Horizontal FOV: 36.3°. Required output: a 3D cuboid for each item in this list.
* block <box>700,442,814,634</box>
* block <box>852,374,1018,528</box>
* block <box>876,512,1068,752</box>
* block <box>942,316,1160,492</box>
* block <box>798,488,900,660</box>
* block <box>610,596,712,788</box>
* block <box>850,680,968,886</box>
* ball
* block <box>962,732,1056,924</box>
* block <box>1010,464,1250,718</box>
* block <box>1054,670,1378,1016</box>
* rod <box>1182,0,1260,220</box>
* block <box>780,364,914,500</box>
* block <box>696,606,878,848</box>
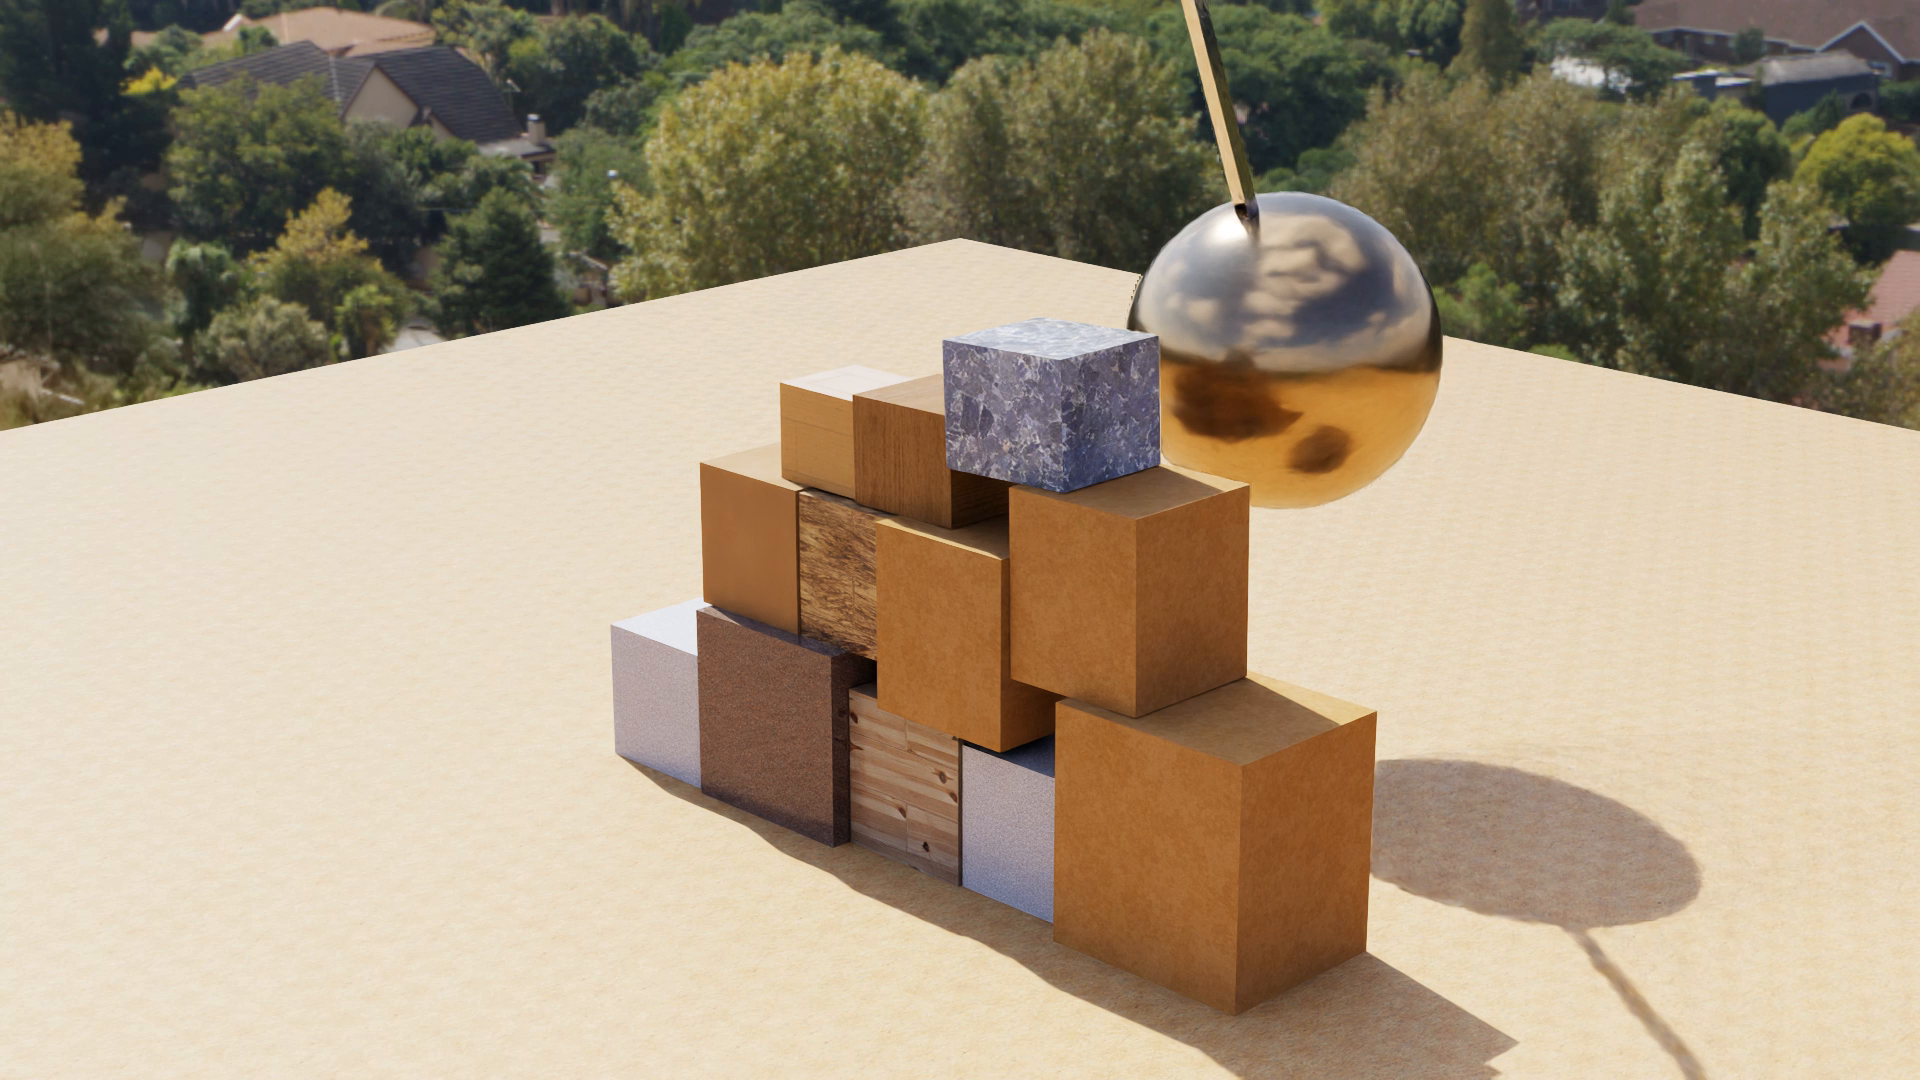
[{"bbox_3d":[-0.767,-0.034,14.114,0.669,0.705,0.683,-17,24,-42],"label":"block"},{"bbox_3d":[-0.068,-0.411,13.282,0.549,0.511,0.622,-17,22,-42],"label":"block"},{"bbox_3d":[0.198,0.336,13.232,0.842,0.885,0.781,-17,24,-42],"label":"block"},{"bbox_3d":[0.400,-0.599,12.748,0.622,0.574,0.701,-17,21,-42],"label":"block"},{"bbox_3d":[-0.292,0.105,13.687,0.678,0.695,0.603,-17,24,-42],"label":"block"},{"bbox_3d":[-1.216,0.740,14.833,0.813,0.694,0.706,-17,24,-42],"label":"block"},{"bbox_3d":[-0.005,1.057,13.698,0.724,0.770,0.715,-17,24,-42],"label":"block"},{"bbox_3d":[1.623,-0.949,14.744,1.600,1.600,1.600,0,17,0],"label":"ball"},{"bbox_3d":[0.485,1.248,13.225,0.661,0.689,0.678,-17,24,-42],"label":"block"},{"bbox_3d":[0.728,0.183,12.619,0.727,0.864,0.726,-17,23,-42],"label":"block"},{"bbox_3d":[1.082,1.234,12.568,0.886,1.110,1.026,-17,24,-42],"label":"block"},{"bbox_3d":[0.703,-3.670,12.925,0.080,5.200,0.080,17,46,42],"label":"rod"},{"bbox_3d":[-0.482,-0.508,13.676,0.482,0.461,0.525,-17,24,-42],"label":"block"},{"bbox_3d":[-0.620,0.797,14.227,0.882,0.949,0.958,-17,24,-42],"label":"block"}]
